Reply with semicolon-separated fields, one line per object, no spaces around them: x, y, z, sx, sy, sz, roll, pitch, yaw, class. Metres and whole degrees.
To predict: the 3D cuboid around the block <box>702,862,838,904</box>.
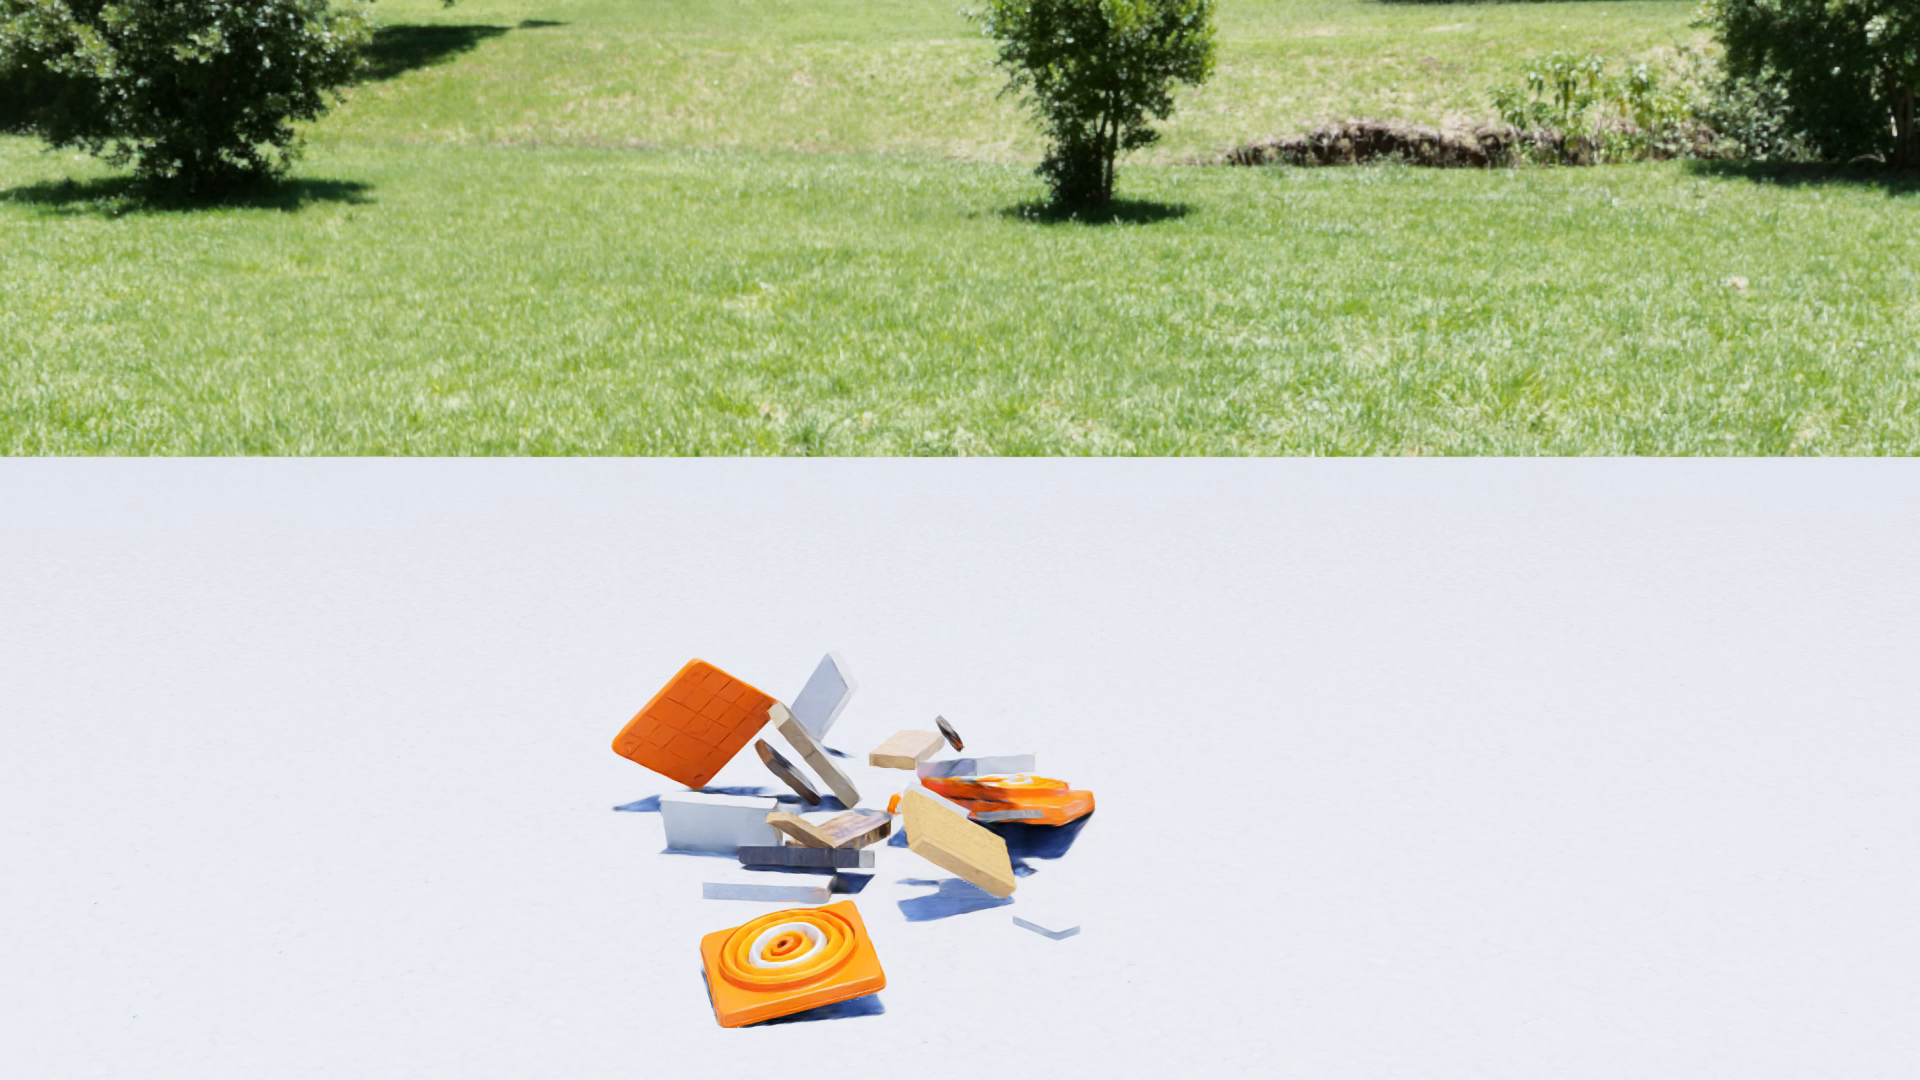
-0.316;0.573;3.678;0.209;0.030;0.104;1;11;7;block

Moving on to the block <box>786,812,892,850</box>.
-0.215;0.530;3.918;0.095;0.027;0.191;7;12;32;block

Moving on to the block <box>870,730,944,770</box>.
-0.107;0.426;4.476;0.095;0.027;0.191;3;11;18;block

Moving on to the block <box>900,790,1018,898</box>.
-0.003;0.499;3.603;0.219;0.031;0.109;33;27;-34;block

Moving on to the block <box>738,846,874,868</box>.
-0.258;0.536;3.724;0.209;0.030;0.104;1;-8;12;block

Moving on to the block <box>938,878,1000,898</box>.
0.021;0.581;3.673;0.113;0.016;0.056;0;11;1;block

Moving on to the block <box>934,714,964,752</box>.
-0.020;0.371;4.216;0.015;0.052;0.104;-40;-21;-8;block

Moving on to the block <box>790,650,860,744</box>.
-0.280;0.326;4.504;0.027;0.201;0.095;-7;54;-40;block

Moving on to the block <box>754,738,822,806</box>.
-0.323;0.436;4.127;0.148;0.021;0.074;45;3;-35;block

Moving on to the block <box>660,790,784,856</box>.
-0.418;0.499;3.861;0.209;0.104;0.030;3;28;14;block

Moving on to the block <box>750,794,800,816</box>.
-0.375;0.499;4.102;0.148;0.021;0.074;-2;11;-11;block

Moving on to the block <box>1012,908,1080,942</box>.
0.137;0.613;3.506;0.052;0.015;0.104;-9;14;-40;block

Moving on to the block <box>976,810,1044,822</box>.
0.086;0.472;3.770;0.104;0.015;0.052;-9;-12;36;block

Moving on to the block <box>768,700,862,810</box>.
-0.273;0.404;4.134;0.031;0.219;0.109;-40;19;-2;block

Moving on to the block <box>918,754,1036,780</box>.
0.026;0.400;3.874;0.109;0.031;0.279;-1;-6;-22;block

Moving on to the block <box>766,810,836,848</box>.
-0.271;0.495;3.753;0.056;0.016;0.113;-13;-39;45;block

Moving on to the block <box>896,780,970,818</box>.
-0.046;0.454;3.686;0.113;0.056;0.016;27;-1;9;block

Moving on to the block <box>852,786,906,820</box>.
-0.142;0.494;4.128;0.074;0.021;0.148;3;11;17;block
